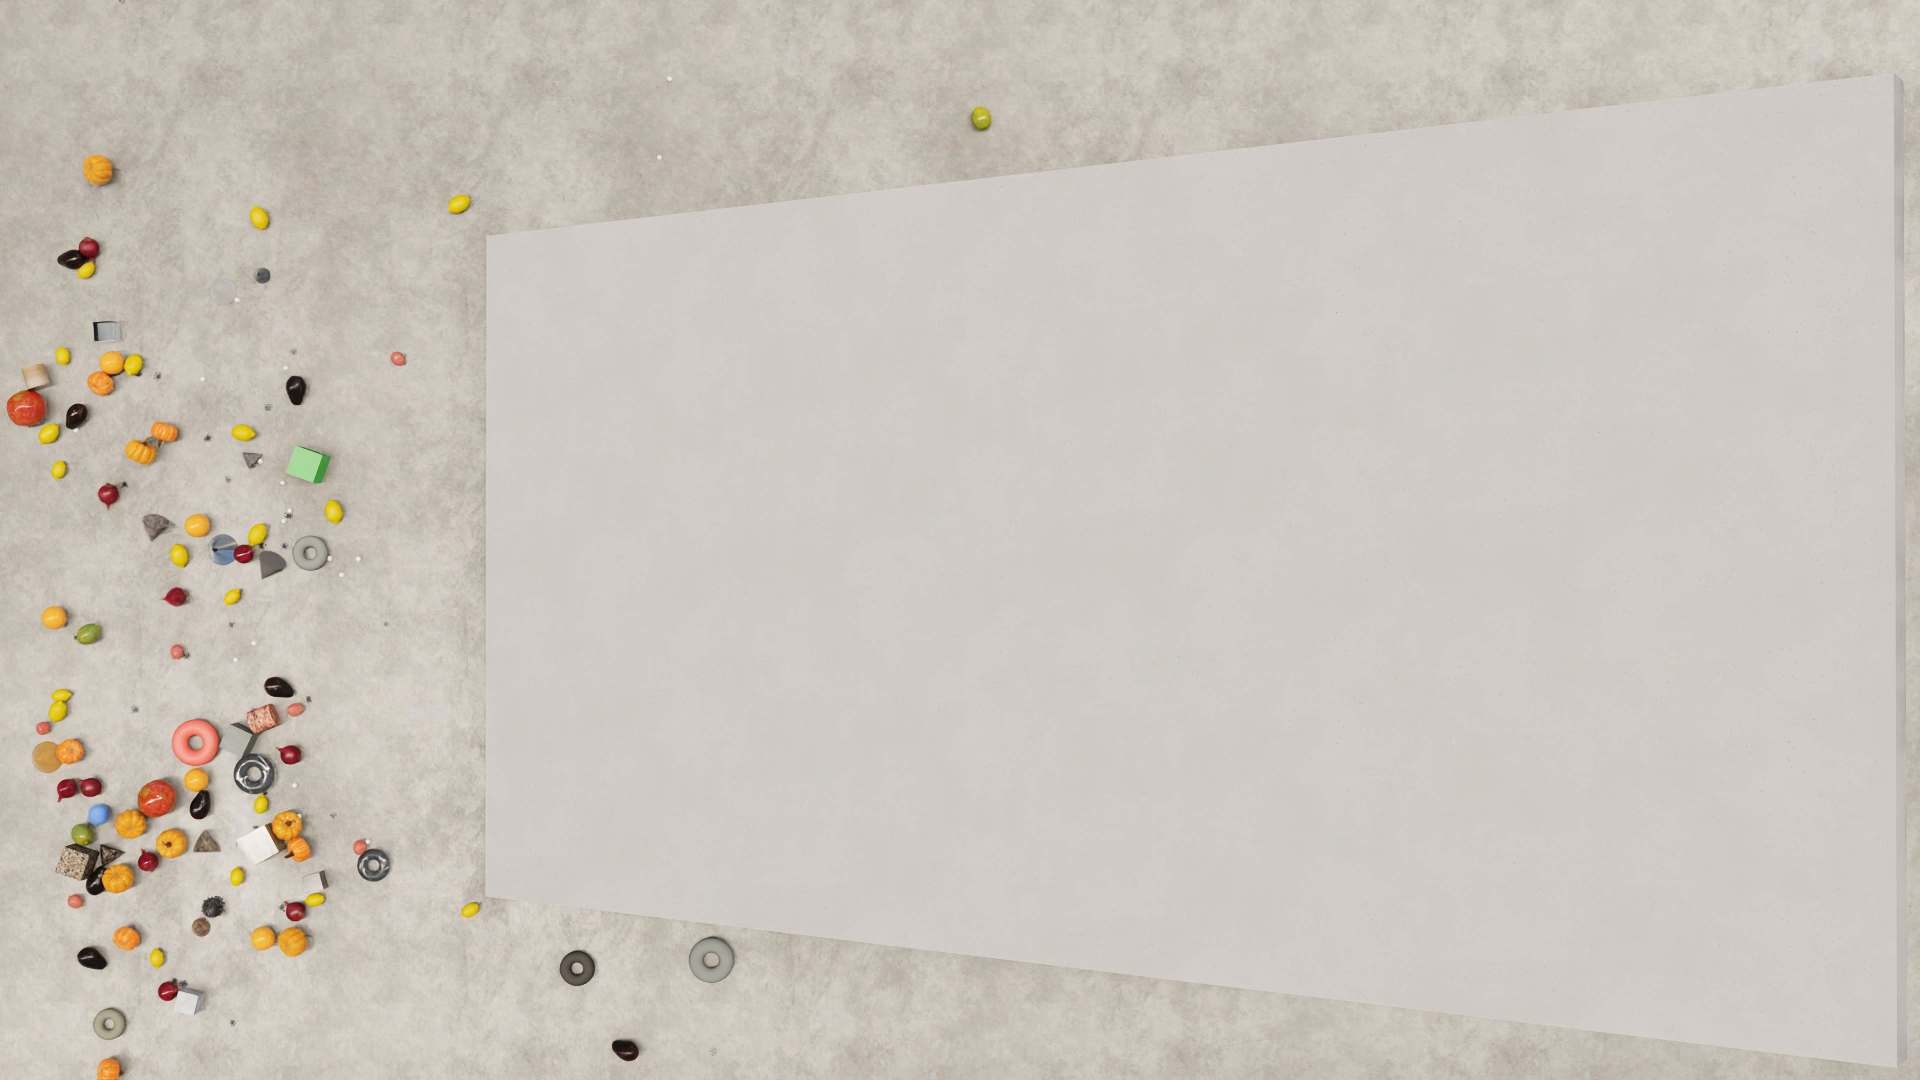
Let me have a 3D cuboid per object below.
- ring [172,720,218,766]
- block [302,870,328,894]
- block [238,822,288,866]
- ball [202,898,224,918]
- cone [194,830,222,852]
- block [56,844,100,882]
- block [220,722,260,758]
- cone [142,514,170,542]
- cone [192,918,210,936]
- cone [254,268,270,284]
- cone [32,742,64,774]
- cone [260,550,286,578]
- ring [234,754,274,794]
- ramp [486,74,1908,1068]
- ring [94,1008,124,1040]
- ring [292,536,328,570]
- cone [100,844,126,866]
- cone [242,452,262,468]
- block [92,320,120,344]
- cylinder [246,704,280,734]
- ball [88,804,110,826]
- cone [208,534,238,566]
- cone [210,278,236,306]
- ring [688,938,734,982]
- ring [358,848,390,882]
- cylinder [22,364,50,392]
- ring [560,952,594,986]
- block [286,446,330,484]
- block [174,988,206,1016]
[{"bbox_3d":[-2.334,0.619,6.713,0.143,0.048,0.143,0,91,0],"label":"ring"},{"bbox_3d":[-1.966,1.043,6.706,0.054,0.054,0.054,-16,90,0],"label":"block"},{"bbox_3d":[-2.120,0.924,6.687,0.092,0.092,0.092,-29,90,0],"label":"block"},{"bbox_3d":[-2.278,1.120,6.701,0.063,0.063,0.063,0,90,0],"label":"ball"},{"bbox_3d":[-2.288,0.936,6.717,0.074,0.074,0.074,33,90,-26],"label":"cone"},{"bbox_3d":[-2.685,0.980,6.692,0.082,0.082,0.082,19,90,0],"label":"block"},{"bbox_3d":[-2.195,0.608,6.698,0.076,0.076,0.076,25,90,0],"label":"block"},{"bbox_3d":[-2.465,-0.025,6.724,0.079,0.079,0.079,21,116,0],"label":"cone"},{"bbox_3d":[-2.323,1.185,6.702,0.058,0.058,0.058,0,90,0],"label":"cone"},{"bbox_3d":[-2.141,-0.812,6.723,0.050,0.050,0.050,0,90,0],"label":"cone"},{"bbox_3d":[-2.795,0.665,6.687,0.098,0.098,0.098,0,90,0],"label":"cone"},{"bbox_3d":[-2.118,0.091,6.722,0.083,0.083,0.083,36,116,0],"label":"cone"},{"bbox_3d":[-2.155,0.714,6.715,0.126,0.042,0.126,0,90,-1],"label":"ring"},{"bbox_3d":[0.251,0.069,5.580,4.000,0.100,2.000,0,89,34],"label":"ramp"},{"bbox_3d":[-2.597,1.478,6.713,0.097,0.032,0.097,0,89,1],"label":"ring"},{"bbox_3d":[-1.986,0.040,6.723,0.109,0.036,0.109,0,89,-1],"label":"ring"},{"bbox_3d":[-2.584,0.959,6.717,0.070,0.070,0.070,-5,89,-27],"label":"cone"},{"bbox_3d":[-2.158,-0.253,6.731,0.055,0.055,0.055,-25,90,-27],"label":"cone"},{"bbox_3d":[-2.606,-0.635,6.717,0.058,0.058,0.058,-5,90,0],"label":"block"},{"bbox_3d":[-2.123,0.544,6.701,0.072,0.072,0.072,-22,90,0],"label":"cylinder"},{"bbox_3d":[-2.625,0.839,6.703,0.062,0.062,0.062,0,90,0],"label":"ball"},{"bbox_3d":[-2.259,0.030,6.693,0.097,0.097,0.097,0,90,0],"label":"cone"},{"bbox_3d":[-2.261,-0.762,6.706,0.082,0.082,0.082,0,90,0],"label":"cone"},{"bbox_3d":[-0.758,1.282,6.708,0.139,0.046,0.139,0,89,-1],"label":"ring"},{"bbox_3d":[-1.791,0.993,6.716,0.102,0.034,0.102,0,91,1],"label":"ring"},{"bbox_3d":[-2.820,-0.496,6.711,0.068,0.068,0.068,-17,90,0],"label":"cylinder"},{"bbox_3d":[-1.168,1.308,6.713,0.108,0.036,0.108,0,91,1],"label":"ring"},{"bbox_3d":[-1.985,-0.229,6.699,0.087,0.087,0.087,20,90,0],"label":"block"},{"bbox_3d":[-2.347,1.405,6.699,0.062,0.062,0.062,15,90,0],"label":"block"}]
